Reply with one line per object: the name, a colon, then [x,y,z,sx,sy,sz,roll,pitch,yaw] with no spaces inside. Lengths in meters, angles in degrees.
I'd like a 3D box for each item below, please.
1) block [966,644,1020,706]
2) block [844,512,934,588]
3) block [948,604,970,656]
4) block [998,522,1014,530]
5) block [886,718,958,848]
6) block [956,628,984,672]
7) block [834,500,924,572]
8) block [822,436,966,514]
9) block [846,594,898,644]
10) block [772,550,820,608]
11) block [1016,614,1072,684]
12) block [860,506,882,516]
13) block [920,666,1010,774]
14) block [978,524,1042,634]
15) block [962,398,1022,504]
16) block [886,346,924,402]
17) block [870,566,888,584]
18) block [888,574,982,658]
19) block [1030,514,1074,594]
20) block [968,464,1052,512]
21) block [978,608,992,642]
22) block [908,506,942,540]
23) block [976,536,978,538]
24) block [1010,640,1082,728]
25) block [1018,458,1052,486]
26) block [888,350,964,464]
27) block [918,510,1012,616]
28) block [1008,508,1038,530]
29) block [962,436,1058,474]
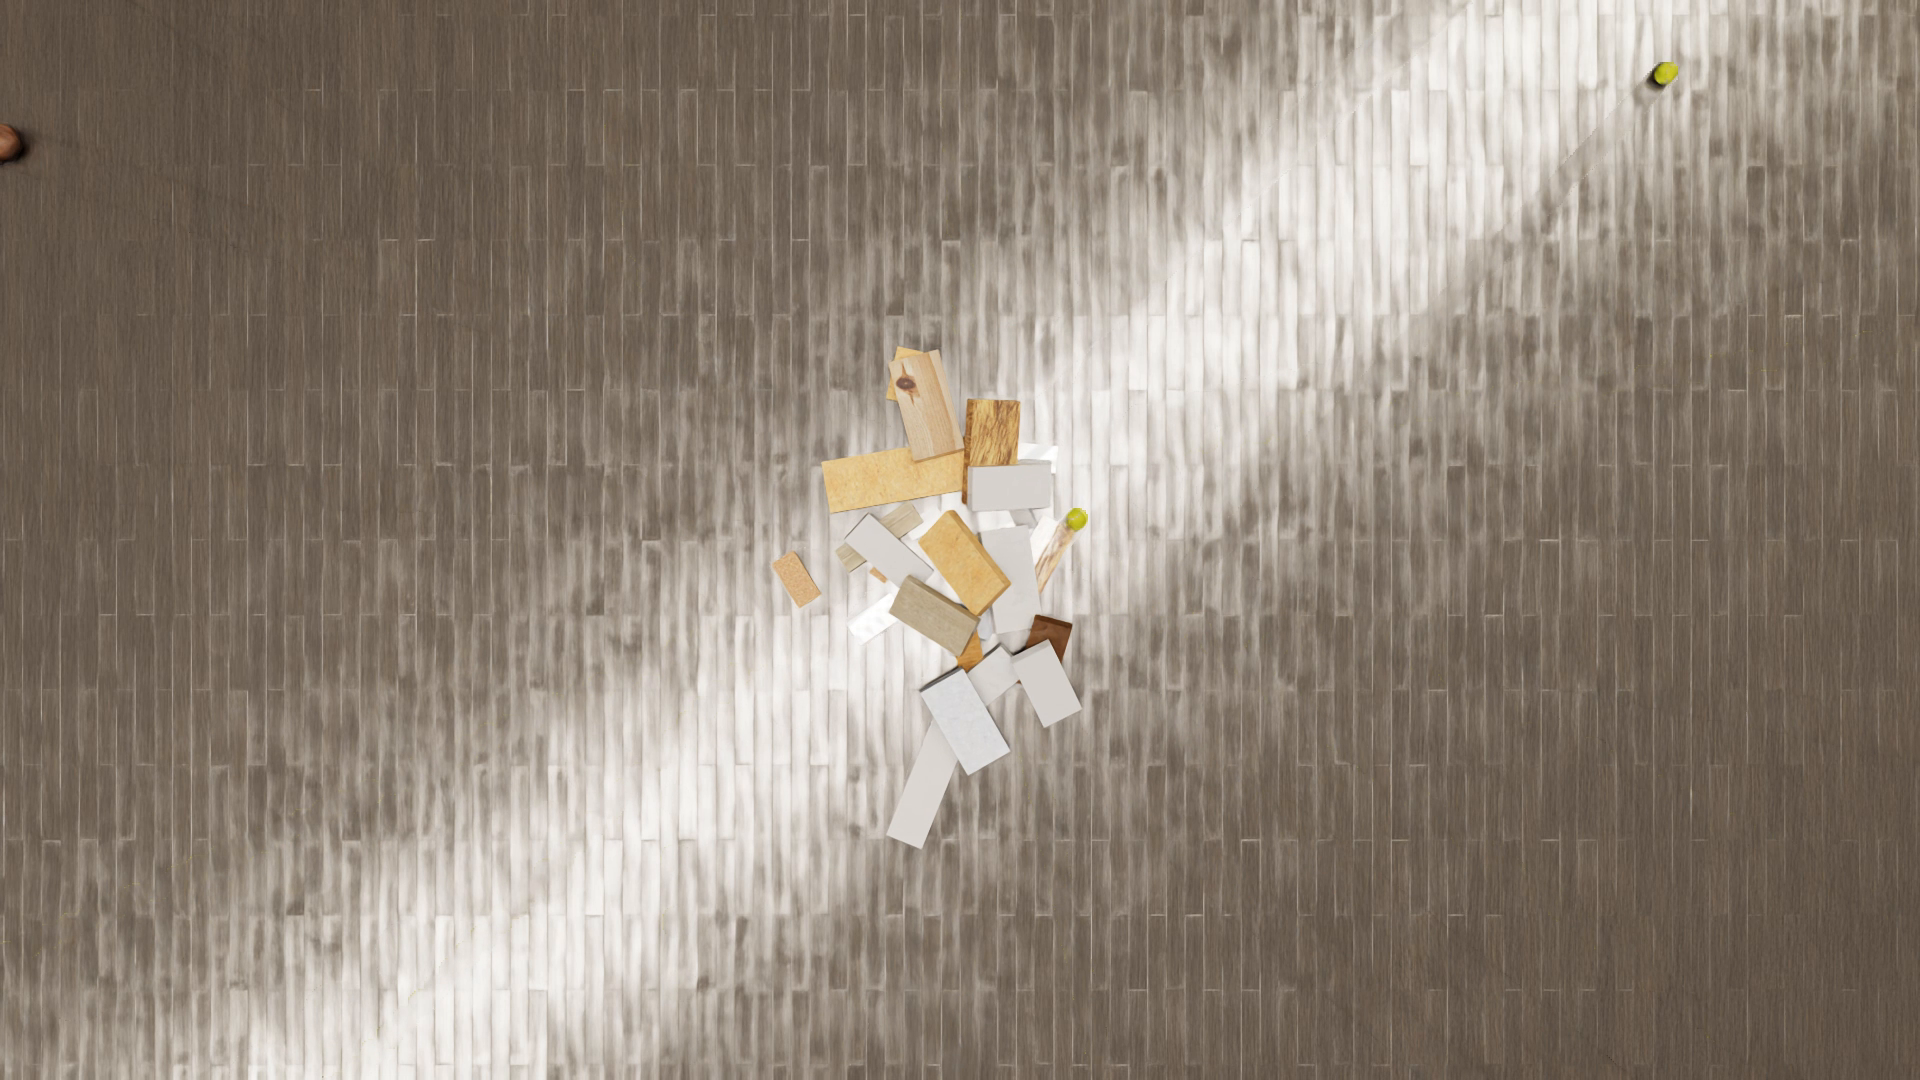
block: [0.083,0.468,5.444,0.252,0.036,0.126,-40,98,14]
block: [-0.233,0.050,5.447,0.294,0.034,0.120,42,96,-12]
block: [0.008,0.300,5.488,0.088,0.025,0.176,2,90,0]
block: [0.127,0.003,5.490,0.143,0.020,0.072,-27,90,0]
block: [-0.101,0.791,5.482,0.126,0.036,0.452,22,90,0]
block: [0.031,0.384,5.457,0.088,0.025,0.176,-12,111,1]
block: [-0.268,-0.012,5.475,0.300,0.025,0.087,-34,83,3]
block: [-0.183,-0.218,5.454,0.526,0.048,0.171,-10,90,1]
block: [-0.281,0.263,5.488,0.176,0.025,0.088,-34,90,0]
block: [-0.544,0.131,5.488,0.087,0.025,0.174,-32,90,0]
block: [0.276,0.373,5.426,0.126,0.036,0.252,15,117,0]
block: [-0.316,-0.145,5.491,0.064,0.018,0.128,-25,90,0]
block: [0.016,0.594,5.424,0.161,0.046,0.322,-30,100,-1]
block: [0.166,0.129,5.420,0.161,0.046,0.337,-9,91,-14]
block: [0.102,-0.287,5.386,0.171,0.048,0.342,0,98,-24]
block: [-0.183,-0.547,5.488,0.088,0.025,0.176,12,90,0]
block: [-0.240,0.075,5.491,0.064,0.018,0.128,35,90,0]
block: [-0.084,0.248,5.398,0.283,0.040,0.141,31,113,13]
block: [0.271,0.049,5.483,0.120,0.034,0.239,29,90,0]
block: [0.162,-0.173,5.381,0.283,0.040,0.141,-3,100,-24]
block: [0.085,0.237,5.469,0.088,0.025,0.175,22,84,-12]
block: [-0.119,-0.056,5.491,0.128,0.018,0.064,-29,90,0]
block: [0.104,0.104,5.447,0.120,0.034,0.239,-1,89,-14]
block: [0.283,0.472,5.414,0.141,0.040,0.283,-26,119,0]
block: [0.216,-0.224,5.464,0.174,0.025,0.087,1,98,1]
block: [-0.110,-0.439,5.423,0.171,0.048,0.342,-15,81,0]
block: [0.013,0.075,5.396,0.161,0.046,0.322,-47,70,28]
block: [0.199,-0.100,5.472,0.072,0.020,0.143,-24,90,32]
block: [0.160,-0.283,5.488,0.322,0.025,0.088,6,90,0]
